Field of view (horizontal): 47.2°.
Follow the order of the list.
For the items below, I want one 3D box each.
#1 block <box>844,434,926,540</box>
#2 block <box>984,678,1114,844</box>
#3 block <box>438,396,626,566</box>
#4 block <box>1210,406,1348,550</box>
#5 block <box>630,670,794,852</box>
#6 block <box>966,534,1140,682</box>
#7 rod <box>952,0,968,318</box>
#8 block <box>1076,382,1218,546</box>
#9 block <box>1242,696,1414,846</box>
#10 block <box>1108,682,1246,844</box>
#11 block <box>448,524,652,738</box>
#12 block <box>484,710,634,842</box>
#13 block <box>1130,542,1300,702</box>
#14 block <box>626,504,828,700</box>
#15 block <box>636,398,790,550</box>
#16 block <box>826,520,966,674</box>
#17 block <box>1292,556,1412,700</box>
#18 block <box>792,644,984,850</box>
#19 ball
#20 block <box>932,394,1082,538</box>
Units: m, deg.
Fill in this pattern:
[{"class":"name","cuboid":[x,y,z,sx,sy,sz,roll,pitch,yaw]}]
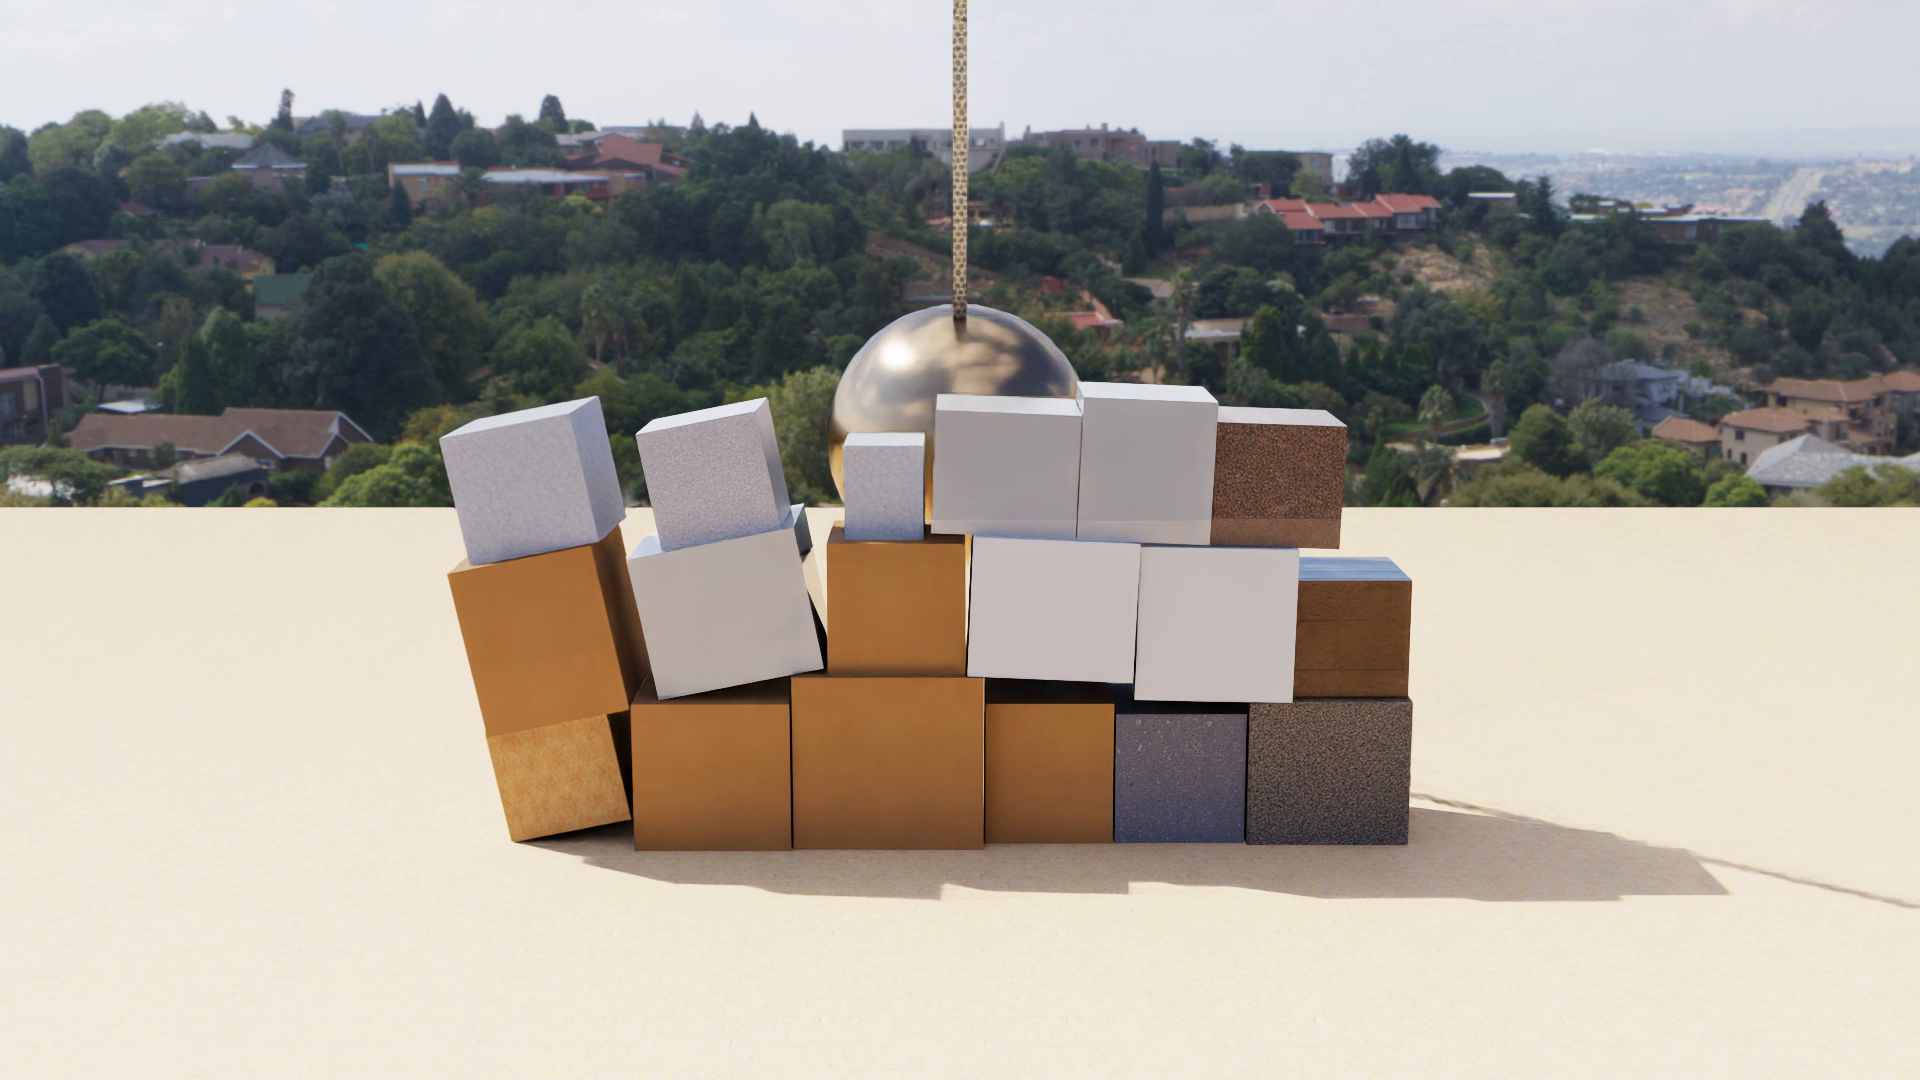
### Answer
[{"class":"block","cuboid":[-0.377,-0.276,11.123,0.393,0.472,0.465,0,10,0]},{"class":"block","cuboid":[0.450,1.119,11.378,0.644,0.728,0.653,0,10,0]},{"class":"block","cuboid":[-2.143,-0.308,11.110,0.661,0.649,0.677,-11,10,5]},{"class":"block","cuboid":[1.564,-0.324,11.132,0.642,0.613,0.663,2,10,0]},{"class":"block","cuboid":[-1.236,1.108,11.362,0.784,0.755,0.863,0,10,0]},{"class":"block","cuboid":[0.461,0.275,11.222,0.820,0.700,0.809,2,10,0]},{"class":"rod","cuboid":[0.000,-3.540,11.450,0.080,5.200,0.080,0,31,0]},{"class":"block","cuboid":[0.916,-0.397,11.096,0.655,0.706,0.699,2,10,0]},{"class":"block","cuboid":[1.853,1.109,11.383,0.813,0.745,0.719,0,10,0]},{"class":"block","cuboid":[1.109,1.143,11.401,0.655,0.671,0.673,0,10,0]},{"class":"block","cuboid":[-2.077,0.426,11.260,0.724,0.845,0.863,-11,10,2]},{"class":"block","cuboid":[-2.025,1.134,11.383,0.621,0.584,0.625,-11,10,2]},{"class":"block","cuboid":[1.269,0.357,11.236,0.785,0.773,0.741,1,10,0]},{"class":"block","cuboid":[-1.158,0.303,11.231,0.839,0.726,0.723,-11,10,2]},{"class":"block","cuboid":[-1.237,-0.343,11.121,0.604,0.590,0.580,-11,10,3]},{"class":"block","cuboid":[-0.315,0.282,11.219,0.687,0.660,0.684,0,10,0]},{"class":"block","cuboid":[1.956,0.442,11.280,0.579,0.605,0.640,0,10,0]},{"class":"block","cuboid":[-0.358,1.038,11.381,0.952,0.886,0.882,0,10,0]},{"class":"ball","cuboid":[0.000,-0.612,13.177,1.600,1.600,1.600,0,10,0]},{"class":"block","cuboid":[0.226,-0.382,11.114,0.712,0.611,0.691,2,10,0]}]
